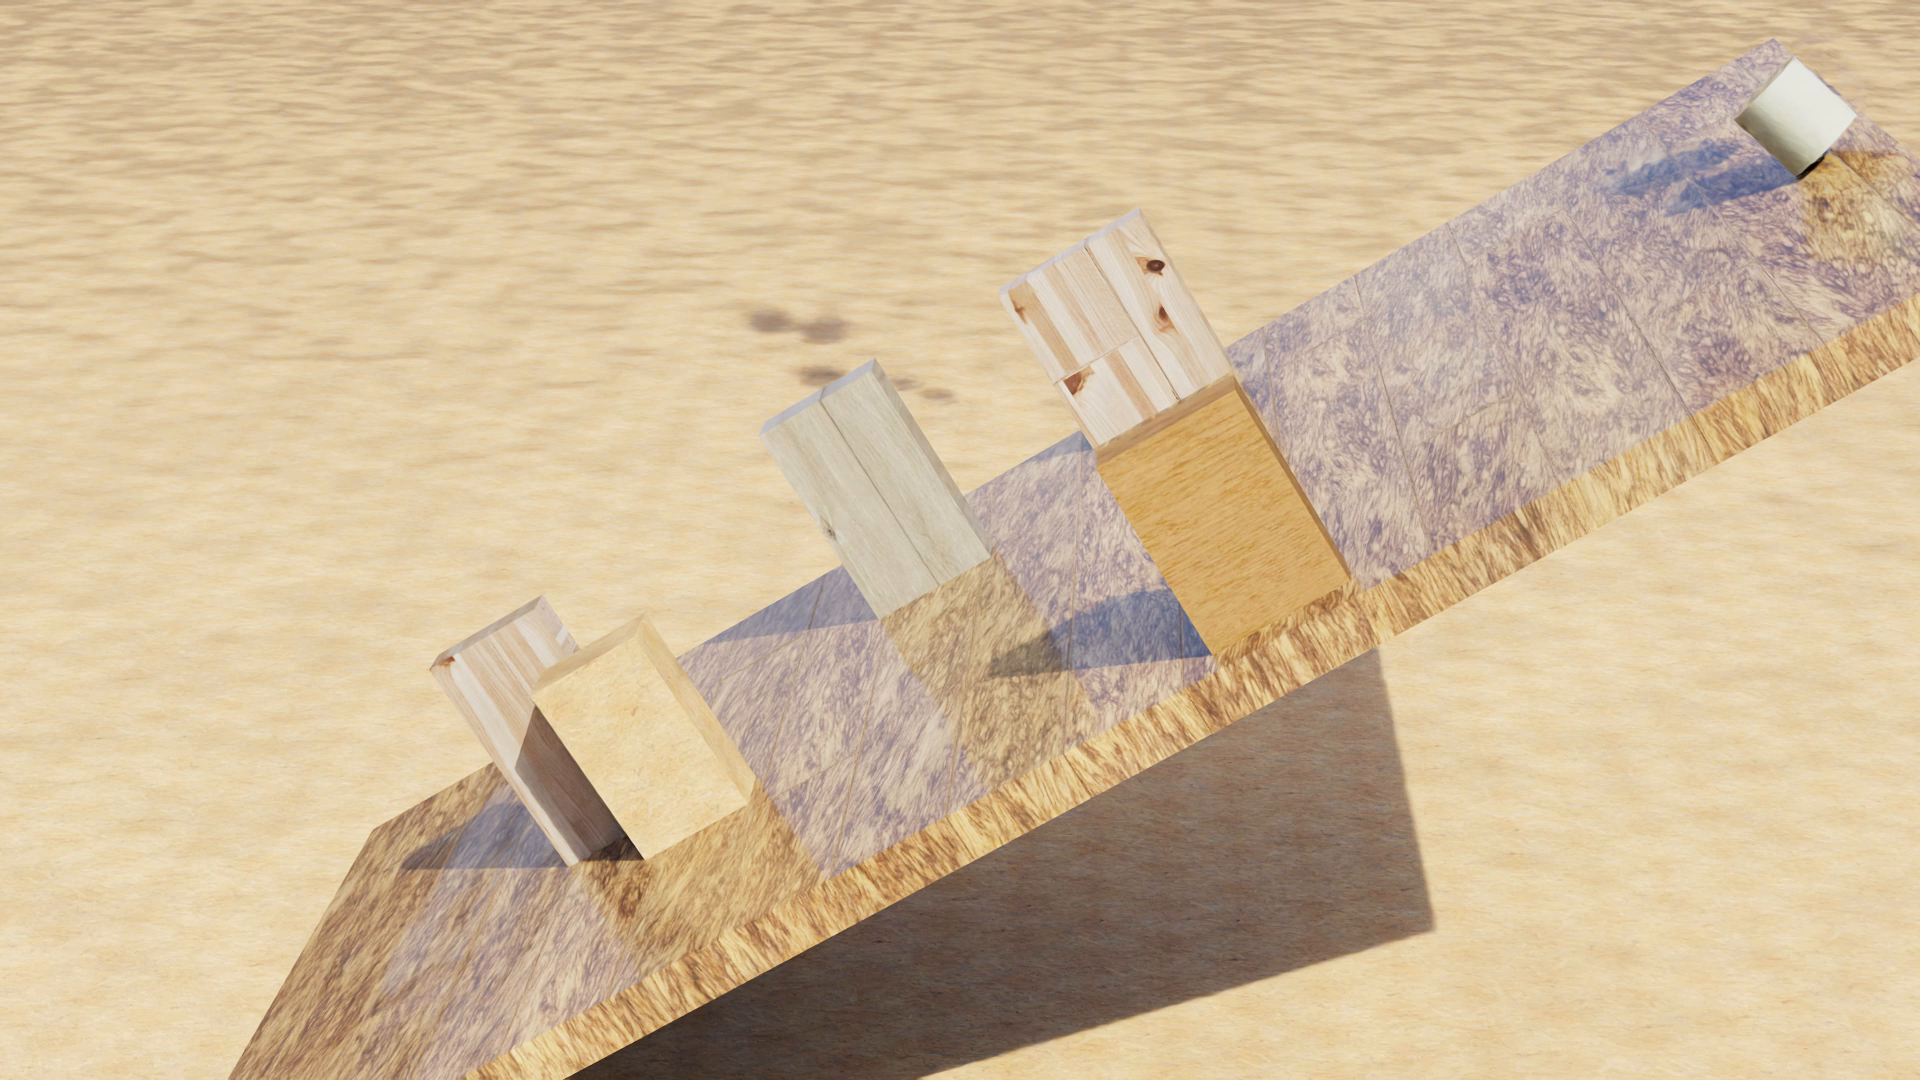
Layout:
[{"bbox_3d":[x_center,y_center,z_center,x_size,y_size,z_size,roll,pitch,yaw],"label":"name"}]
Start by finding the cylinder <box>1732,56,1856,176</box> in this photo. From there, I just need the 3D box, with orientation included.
[{"bbox_3d":[1.643,-0.834,5.792,0.166,0.166,0.166,43,26,1],"label":"cylinder"}]

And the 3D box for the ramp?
[{"bbox_3d":[0.141,0.169,6.289,4.000,0.100,2.000,-29,15,13],"label":"ramp"}]

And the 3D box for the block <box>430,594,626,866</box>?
[{"bbox_3d":[-0.871,0.414,6.338,0.274,0.534,0.090,-29,15,13],"label":"block"}]

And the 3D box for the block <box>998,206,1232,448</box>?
[{"bbox_3d":[0.367,-0.496,6.912,0.380,0.432,0.087,-29,15,13],"label":"block"}]

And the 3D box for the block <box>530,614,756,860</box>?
[{"bbox_3d":[-0.655,0.409,6.115,0.257,0.428,0.138,-29,15,13],"label":"block"}]

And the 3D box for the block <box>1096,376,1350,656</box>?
[{"bbox_3d":[0.472,-0.043,5.274,0.283,0.412,0.095,-29,15,13],"label":"block"}]

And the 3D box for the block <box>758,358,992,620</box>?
[{"bbox_3d":[-0.188,-0.115,6.676,0.299,0.510,0.107,-29,15,13],"label":"block"}]
